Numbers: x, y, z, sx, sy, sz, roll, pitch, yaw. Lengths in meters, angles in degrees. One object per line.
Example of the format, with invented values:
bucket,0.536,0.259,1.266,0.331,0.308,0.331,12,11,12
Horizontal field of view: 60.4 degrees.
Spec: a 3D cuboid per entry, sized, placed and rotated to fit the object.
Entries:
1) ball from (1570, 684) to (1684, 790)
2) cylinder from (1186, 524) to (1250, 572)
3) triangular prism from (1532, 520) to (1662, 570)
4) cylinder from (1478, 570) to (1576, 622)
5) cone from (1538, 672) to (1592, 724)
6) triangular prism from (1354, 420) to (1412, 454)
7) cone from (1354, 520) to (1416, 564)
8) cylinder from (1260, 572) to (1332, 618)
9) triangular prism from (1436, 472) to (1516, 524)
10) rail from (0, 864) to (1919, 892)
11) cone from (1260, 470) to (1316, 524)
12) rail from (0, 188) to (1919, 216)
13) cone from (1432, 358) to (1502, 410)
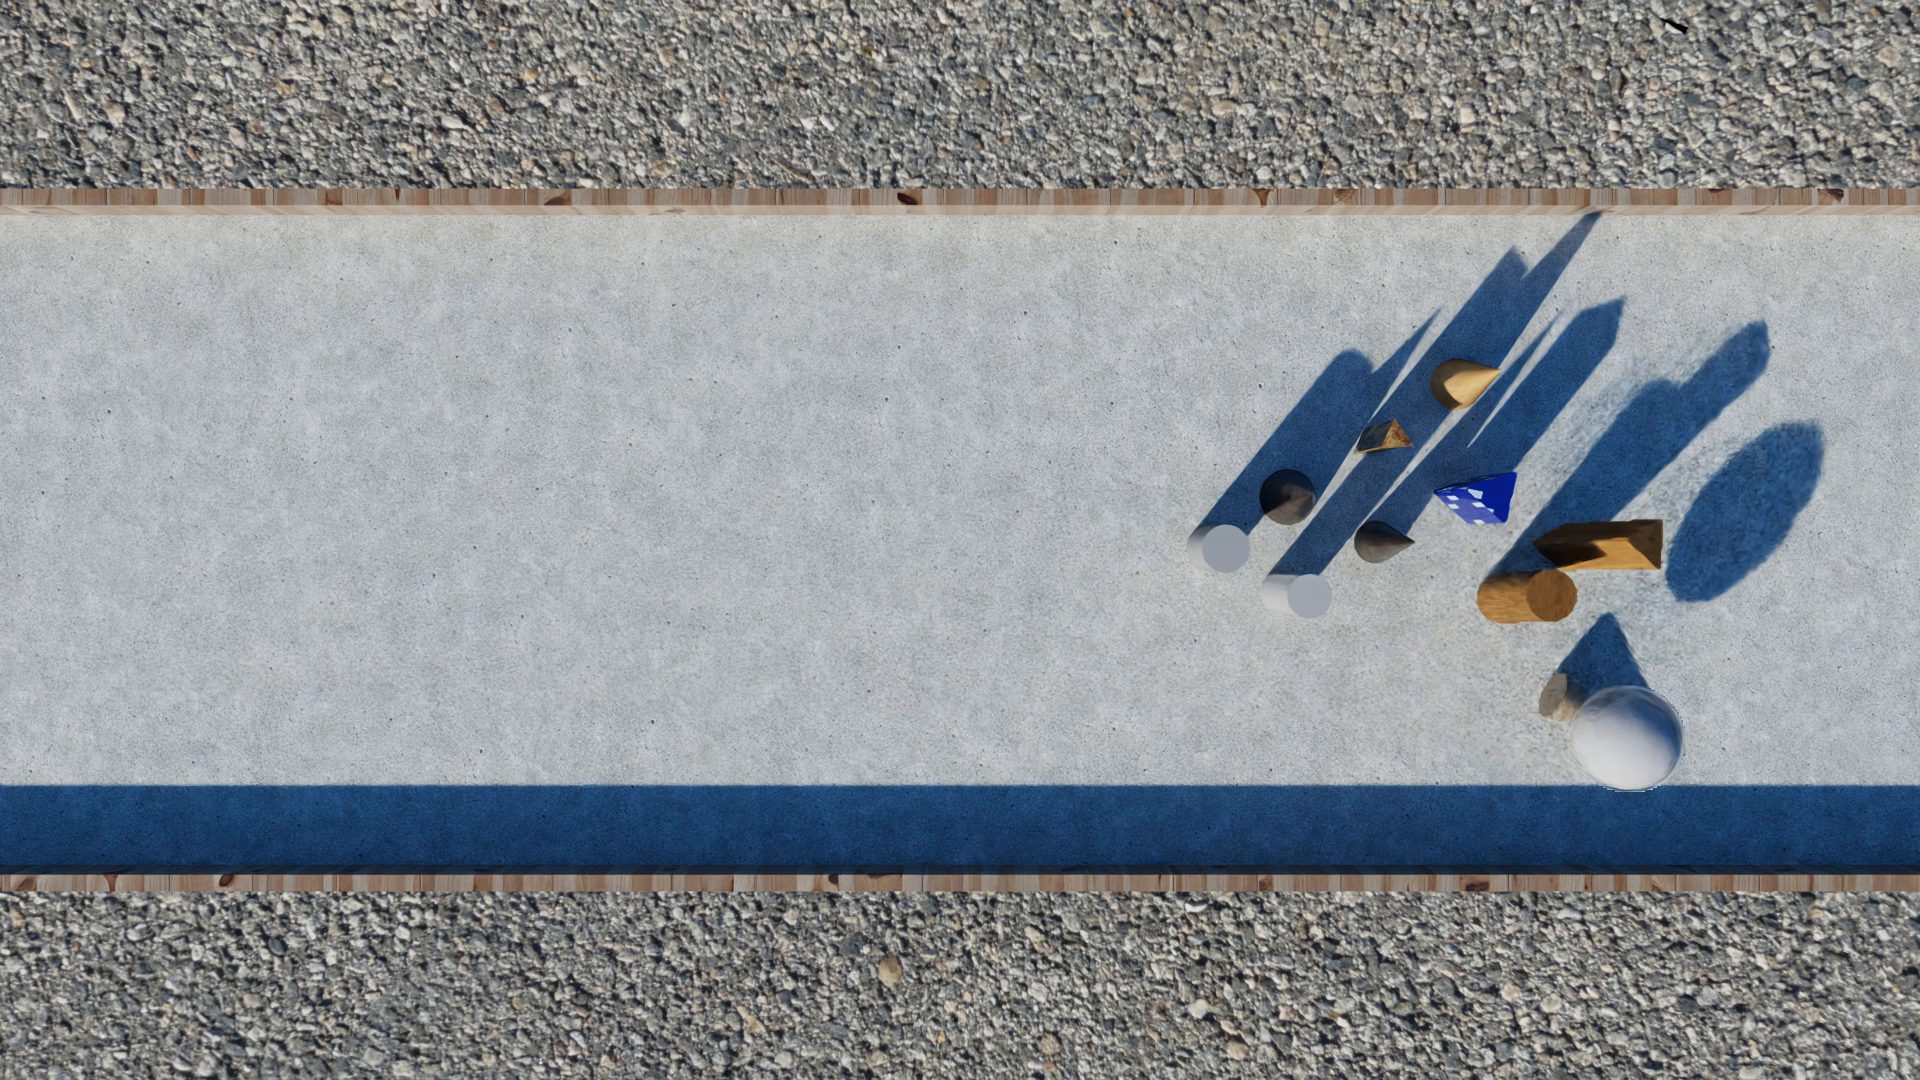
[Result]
ball,1.893,0.561,4.683,0.297,0.297,0.297,0,90,0
cylinder,0.766,0.025,4.912,0.139,0.329,0.139,0,90,0
triangular prism,1.902,-0.003,4.879,0.143,0.392,0.124,38,76,-16
cylinder,1.676,0.169,4.891,0.150,0.357,0.150,0,86,-5
cone,1.959,0.545,5.020,0.357,0.146,0.146,26,90,-5
triangular prism,1.252,-0.308,4.906,0.089,0.340,0.077,-5,90,0
cone,1.278,0.006,4.848,0.132,0.457,0.132,0,90,0
cylinder,0.985,0.159,4.861,0.126,0.430,0.126,0,90,0
triangular prism,1.556,-0.146,4.909,0.149,0.335,0.129,42,90,0
rail,-2.247,1.025,5.001,12.000,0.150,0.050,0,90,0
cone,1.009,-0.132,4.894,0.172,0.365,0.172,0,90,0
rail,-2.247,-1.025,5.002,12.000,0.150,0.050,0,90,0
cone,1.529,-0.480,4.862,0.158,0.430,0.158,0,90,0
